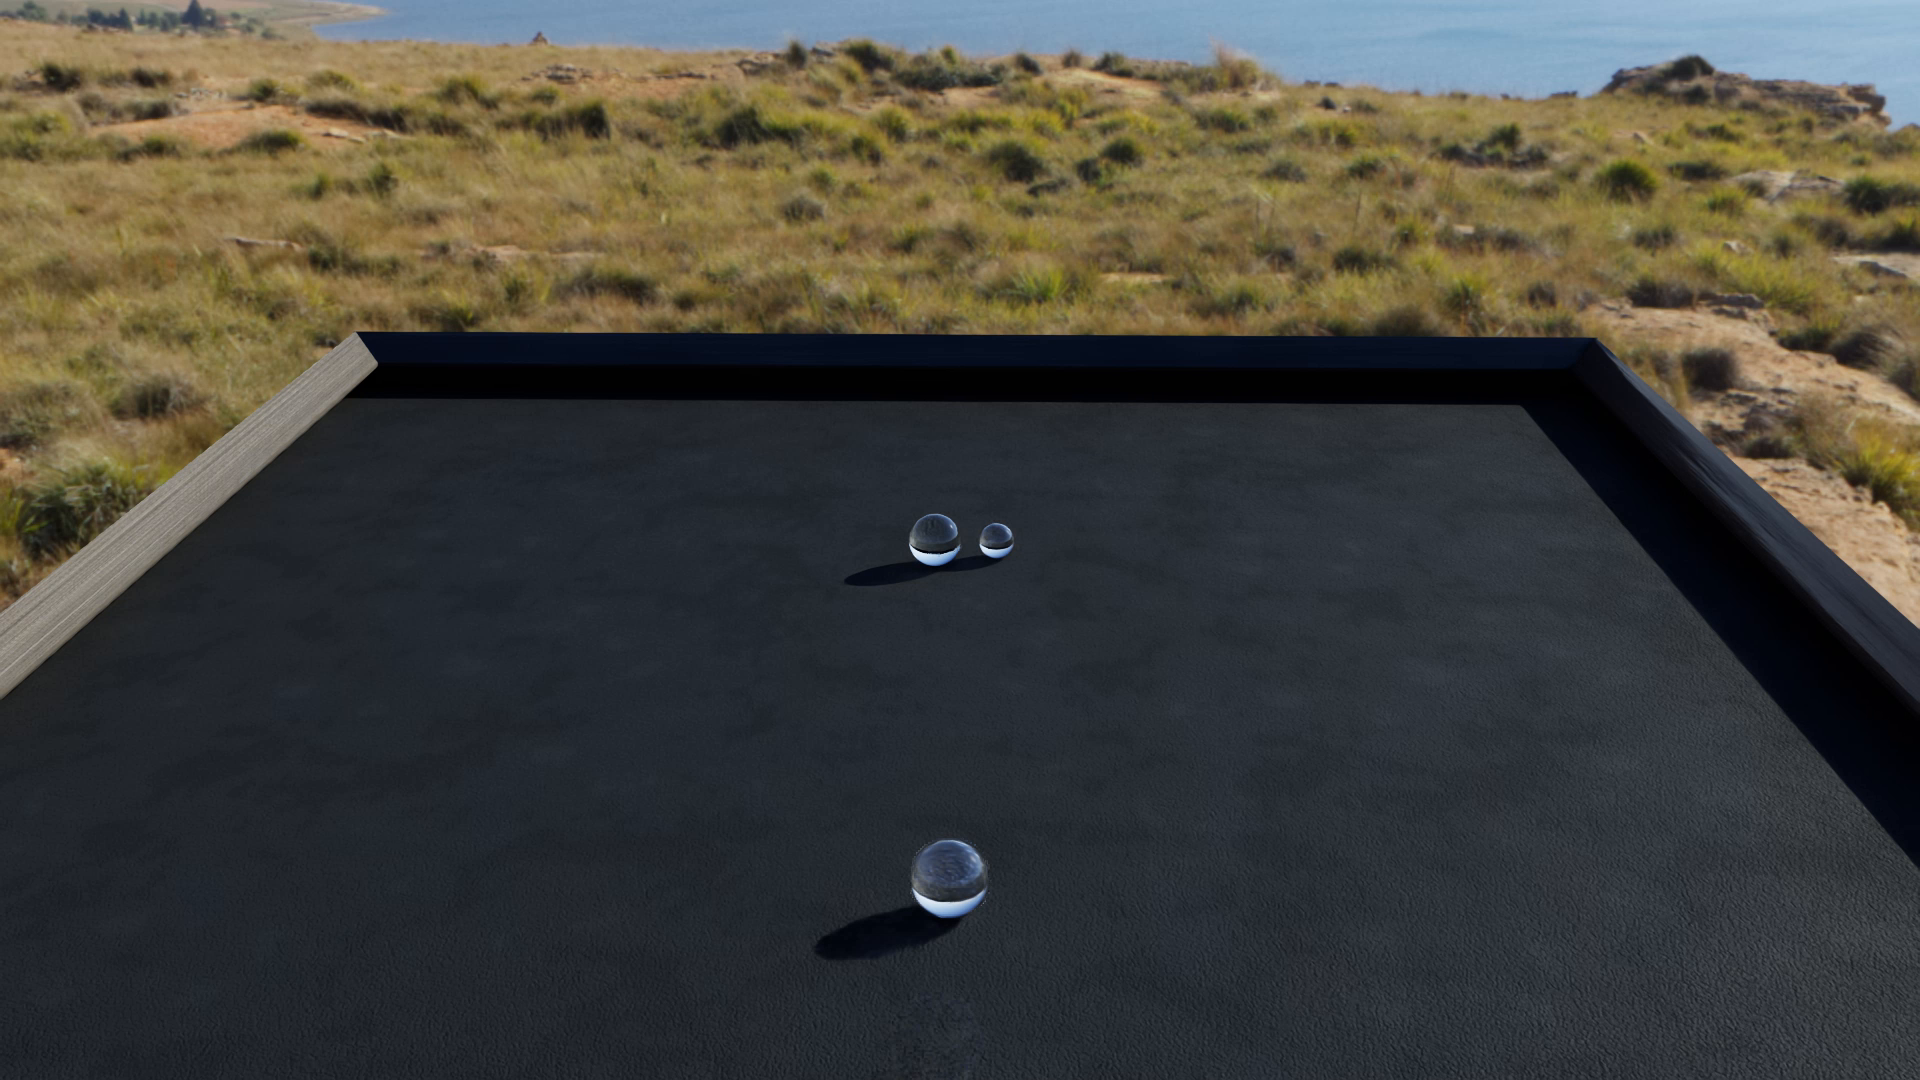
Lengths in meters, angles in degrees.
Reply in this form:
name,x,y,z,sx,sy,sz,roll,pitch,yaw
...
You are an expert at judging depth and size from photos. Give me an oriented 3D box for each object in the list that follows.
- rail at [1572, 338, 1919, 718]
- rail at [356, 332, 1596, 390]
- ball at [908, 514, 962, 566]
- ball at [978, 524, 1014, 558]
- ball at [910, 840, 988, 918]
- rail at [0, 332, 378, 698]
name,x,y,z,sx,sy,sz,roll,pitch,yaw
rail,0.912,0.254,1.792,0.045,0.082,3.332,0,18,1
rail,0.018,-0.269,3.369,1.909,0.082,0.045,0,18,1
ball,-0.029,0.000,2.591,0.062,0.062,0.062,0,18,0
ball,0.043,0.001,2.619,0.042,0.042,0.042,0,18,0
ball,-0.008,0.272,1.768,0.063,0.063,0.063,0,18,0
rail,-0.949,0.241,1.830,0.045,0.082,3.332,0,18,1
